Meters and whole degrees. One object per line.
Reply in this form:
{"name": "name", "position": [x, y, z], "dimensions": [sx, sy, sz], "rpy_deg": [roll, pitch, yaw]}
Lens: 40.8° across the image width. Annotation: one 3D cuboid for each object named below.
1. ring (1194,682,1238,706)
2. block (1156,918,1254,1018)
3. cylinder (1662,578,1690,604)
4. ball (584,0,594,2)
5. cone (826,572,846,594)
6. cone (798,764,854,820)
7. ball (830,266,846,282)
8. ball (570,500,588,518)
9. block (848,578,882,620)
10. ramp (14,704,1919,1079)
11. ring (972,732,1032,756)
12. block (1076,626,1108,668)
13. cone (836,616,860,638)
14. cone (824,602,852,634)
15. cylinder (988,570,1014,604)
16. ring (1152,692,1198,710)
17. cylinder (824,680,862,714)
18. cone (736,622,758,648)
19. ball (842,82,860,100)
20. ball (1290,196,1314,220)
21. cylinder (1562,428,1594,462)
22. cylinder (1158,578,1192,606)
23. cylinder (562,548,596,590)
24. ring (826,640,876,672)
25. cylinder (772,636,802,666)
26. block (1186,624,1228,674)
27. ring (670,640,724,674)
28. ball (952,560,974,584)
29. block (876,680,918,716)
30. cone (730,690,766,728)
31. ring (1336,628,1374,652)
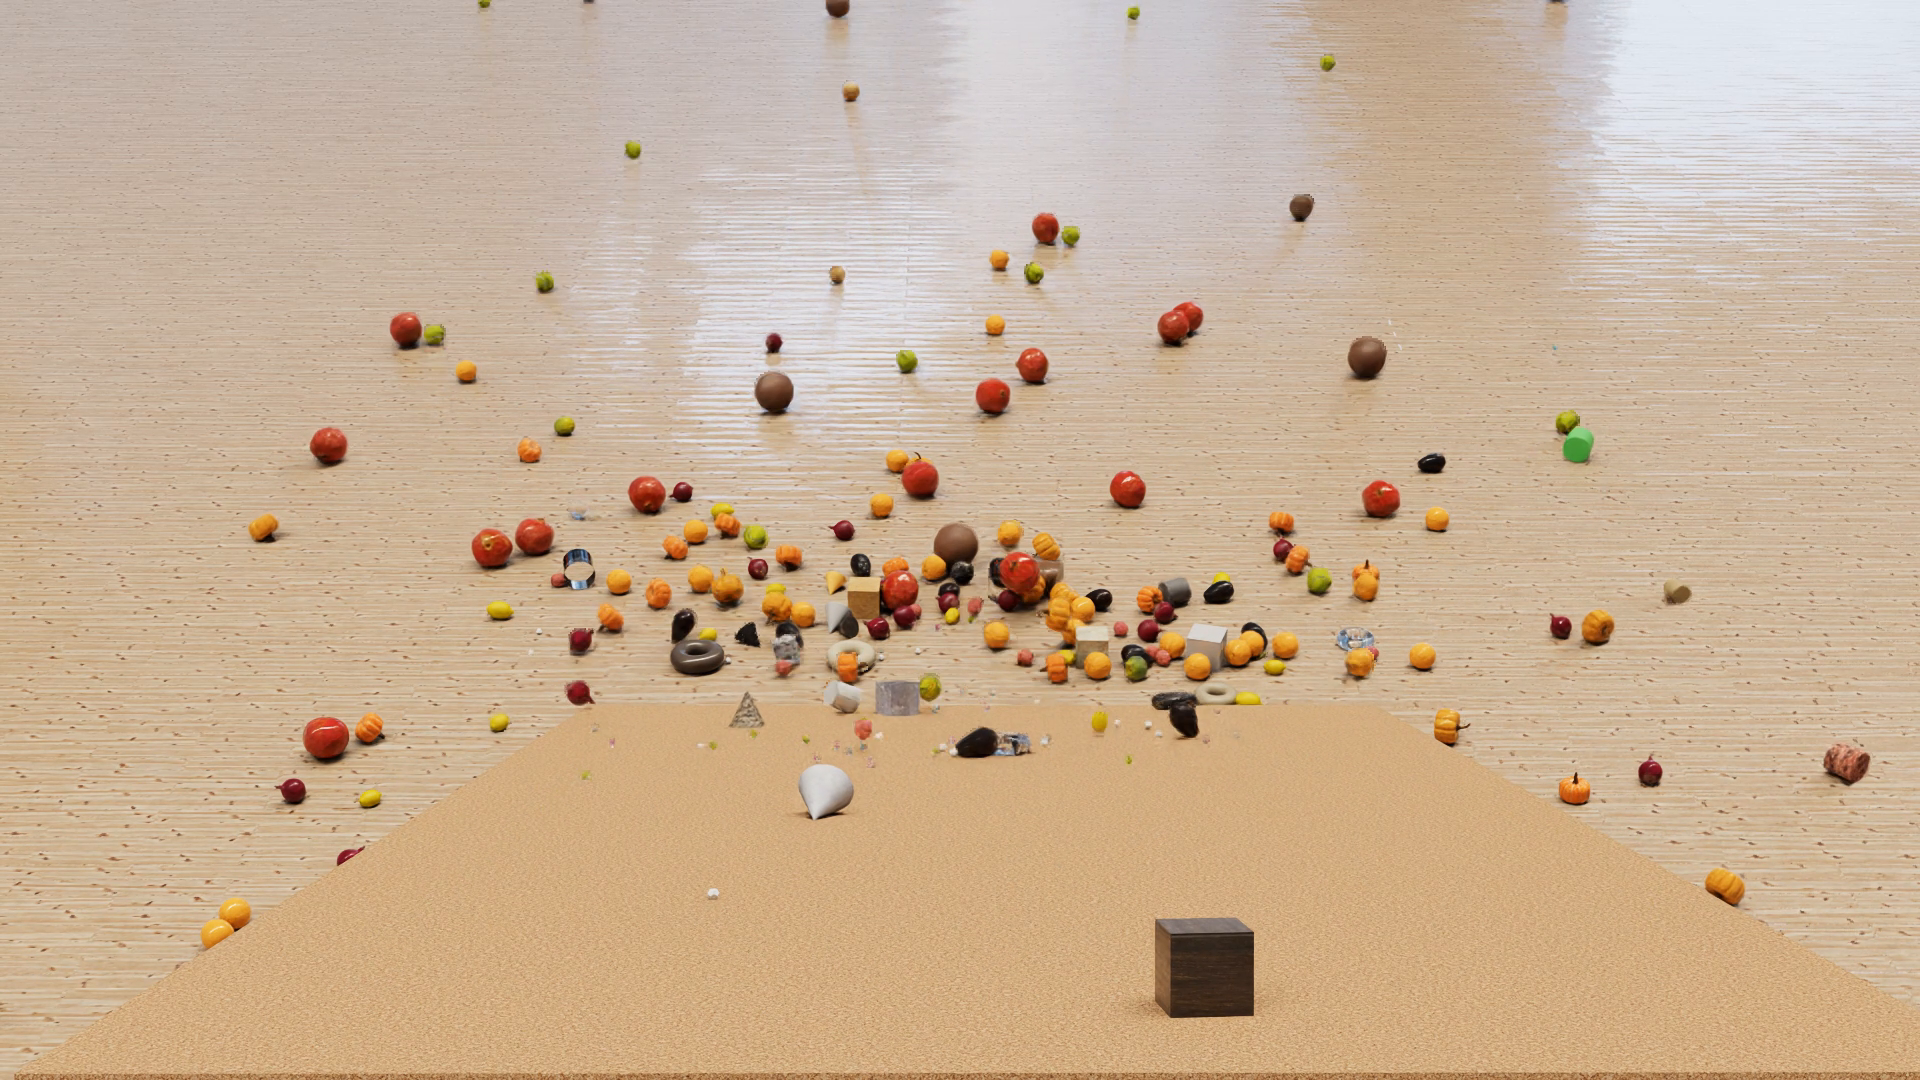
{"name": "ring", "position": [0.670, 0.409, 6.752], "dimensions": [0.120, 0.040, 0.120], "rpy_deg": [1, 24, 0]}
{"name": "block", "position": [0.271, 0.475, 2.867], "dimensions": [0.093, 0.093, 0.093], "rpy_deg": [0, 2, -6]}
{"name": "cylinder", "position": [2.025, 0.145, 7.288], "dimensions": [0.055, 0.055, 0.055], "rpy_deg": [-7, 26, -14]}
{"name": "ball", "position": [-1.955, -2.881, 13.593], "dimensions": [0.091, 0.091, 0.091], "rpy_deg": [0, 25, 0]}
{"name": "cone", "position": [-0.361, 0.133, 7.342], "dimensions": [0.063, 0.063, 0.063], "rpy_deg": [7, 53, 14]}
{"name": "cone", "position": [-0.242, 0.456, 4.451], "dimensions": [0.100, 0.100, 0.100], "rpy_deg": [4, 29, 9]}
{"name": "ball", "position": [-0.458, -0.994, 9.671], "dimensions": [0.060, 0.060, 0.060], "rpy_deg": [0, 25, 0]}
{"name": "ball", "position": [-1.149, -0.092, 7.783], "dimensions": [0.056, 0.056, 0.056], "rpy_deg": [0, 25, 0]}
{"name": "block", "position": [-0.267, 0.163, 7.212], "dimensions": [0.087, 0.087, 0.087], "rpy_deg": [1, 26, 2]}
{"name": "ramp", "position": [0.058, 0.525, 4.563], "dimensions": [2.000, 0.100, 4.000], "rpy_deg": [0, 2, 0]}
{"name": "ring", "position": [0.089, 0.430, 5.453], "dimensions": [0.126, 0.042, 0.126], "rpy_deg": [1, 1, 0]}
{"name": "block", "position": [0.355, 0.289, 6.951], "dimensions": [0.084, 0.084, 0.084], "rpy_deg": [0, 25, 0]}
{"name": "cone", "position": [-0.321, 0.244, 7.112], "dimensions": [0.061, 0.061, 0.061], "rpy_deg": [-13, 11, 44]}
{"name": "cone", "position": [-0.348, 0.228, 7.133], "dimensions": [0.082, 0.082, 0.082], "rpy_deg": [8, 53, 16]}
{"name": "cylinder", "position": [0.117, 0.131, 7.297], "dimensions": [0.071, 0.071, 0.071], "rpy_deg": [0, 25, 0]}
{"name": "ring", "position": [0.538, 0.404, 6.460], "dimensions": [0.116, 0.039, 0.116], "rpy_deg": [-1, 2, 0]}
{"name": "cylinder", "position": [-0.288, 0.384, 6.325], "dimensions": [0.066, 0.066, 0.066], "rpy_deg": [21, 15, -29]}
{"name": "cone", "position": [-0.566, 0.272, 7.049], "dimensions": [0.067, 0.067, 0.067], "rpy_deg": [-19, 65, -34]}
{"name": "ball", "position": [-0.503, -2.073, 11.909], "dimensions": [0.081, 0.081, 0.081], "rpy_deg": [0, 25, 0]}
{"name": "ball", "position": [1.369, -1.336, 10.346], "dimensions": [0.096, 0.096, 0.096], "rpy_deg": [0, 25, 0]}
{"name": "cylinder", "position": [1.964, -0.302, 8.188], "dimensions": [0.086, 0.086, 0.086], "rpy_deg": [9, 27, 19]}
{"name": "cylinder", "position": [0.604, 0.147, 7.267], "dimensions": [0.069, 0.069, 0.069], "rpy_deg": [-12, 28, -23]}
{"name": "cylinder", "position": [-1.091, 0.083, 7.379], "dimensions": [0.088, 0.088, 0.088], "rpy_deg": [-5, 26, -10]}
{"name": "ring", "position": [-0.294, 0.314, 6.945], "dimensions": [0.136, 0.045, 0.136], "rpy_deg": [0, 27, 0]}
{"name": "cylinder", "position": [-0.466, 0.297, 6.935], "dimensions": [0.065, 0.065, 0.065], "rpy_deg": [-14, 13, 3]}
{"name": "block", "position": [0.664, 0.290, 6.939], "dimensions": [0.092, 0.092, 0.092], "rpy_deg": [8, 27, 16]}
{"name": "ring", "position": [-0.707, 0.313, 6.942], "dimensions": [0.148, 0.049, 0.148], "rpy_deg": [-1, 25, 0]}
{"name": "ball", "position": [0.008, 0.091, 7.386], "dimensions": [0.066, 0.066, 0.066], "rpy_deg": [0, 25, 0]}
{"name": "block", "position": [-0.154, 0.388, 6.327], "dimensions": [0.078, 0.078, 0.078], "rpy_deg": [-1, 2, -30]}
{"name": "cone", "position": [-0.499, 0.392, 6.041], "dimensions": [0.085, 0.085, 0.085], "rpy_deg": [0, 2, 0]}
{"name": "ring", "position": [1.081, 0.271, 7.046], "dimensions": [0.104, 0.035, 0.104], "rpy_deg": [-1, 27, 0]}
